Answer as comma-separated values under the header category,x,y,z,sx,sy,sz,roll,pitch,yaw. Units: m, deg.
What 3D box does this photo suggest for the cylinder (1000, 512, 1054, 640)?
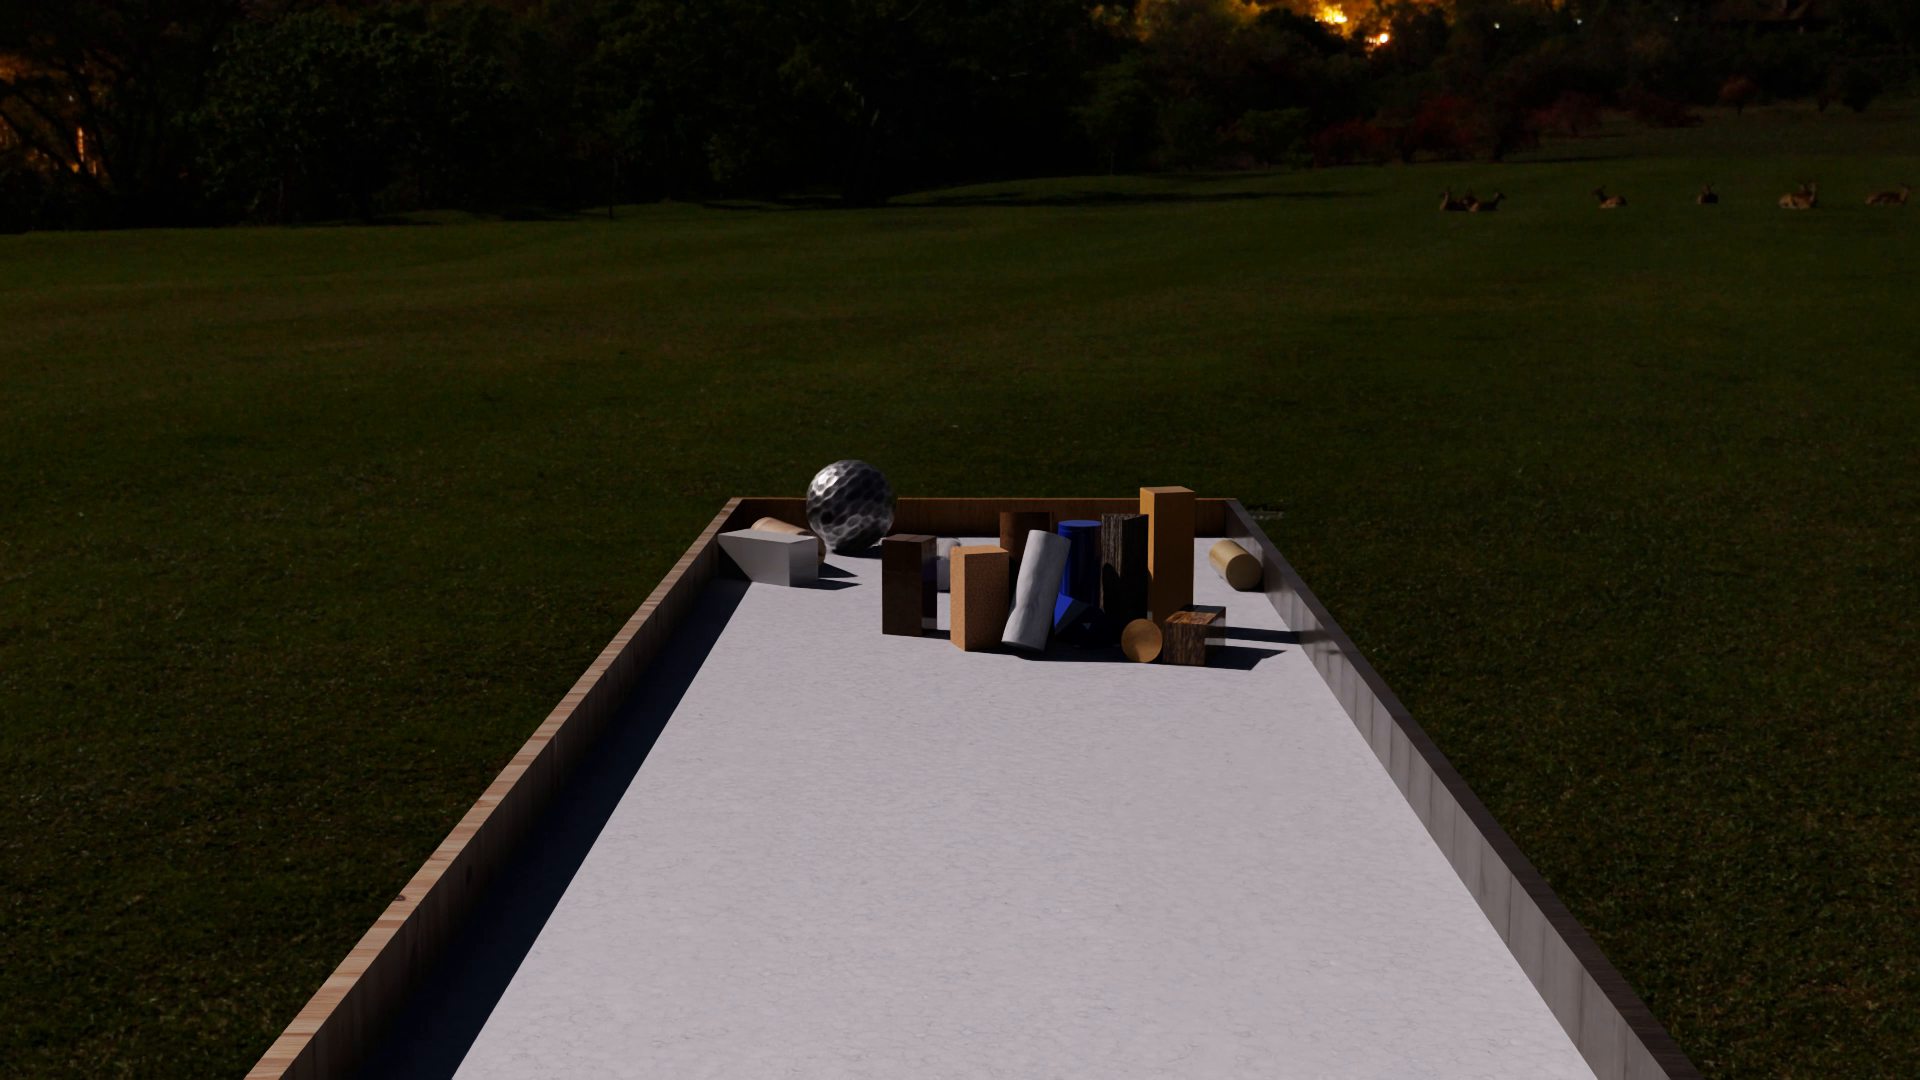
category,x,y,z,sx,sy,sz,roll,pitch,yaw
cylinder,0.212,0.112,6.959,0.172,0.400,0.172,0,1,0

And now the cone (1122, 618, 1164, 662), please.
category,x,y,z,sx,sy,sz,roll,pitch,yaw
cone,0.629,0.314,6.815,0.135,0.135,0.345,5,-1,27

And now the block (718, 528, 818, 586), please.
category,x,y,z,sx,sy,sz,roll,pitch,yaw
block,-0.707,0.064,8.091,0.345,0.161,0.161,7,11,36

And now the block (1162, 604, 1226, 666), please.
category,x,y,z,sx,sy,sz,roll,pitch,yaw
block,0.722,0.291,6.764,0.128,0.128,0.306,3,9,18

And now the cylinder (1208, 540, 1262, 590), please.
category,x,y,z,sx,sy,sz,roll,pitch,yaw
cylinder,1.003,0.090,8.023,0.133,0.133,0.326,-1,9,-4

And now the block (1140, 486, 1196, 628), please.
category,x,y,z,sx,sy,sz,roll,pitch,yaw
block,0.673,0.062,7.166,0.139,0.455,0.139,-2,9,-14

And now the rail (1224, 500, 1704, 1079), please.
category,x,y,z,sx,sy,sz,roll,pitch,yaw
rail,1.046,0.843,3.208,0.050,0.150,12.000,0,9,1

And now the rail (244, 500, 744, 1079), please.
category,x,y,z,sx,sy,sz,roll,pitch,yaw
rail,-1.004,0.839,3.234,0.050,0.150,12.000,0,9,1

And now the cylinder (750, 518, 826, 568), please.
category,x,y,z,sx,sy,sz,roll,pitch,yaw
cylinder,-0.661,0.019,8.371,0.163,0.163,0.396,-4,10,-26

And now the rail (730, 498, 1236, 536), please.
category,x,y,z,sx,sy,sz,roll,pitch,yaw
rail,0.099,-0.098,9.147,2.100,0.150,0.050,0,9,1

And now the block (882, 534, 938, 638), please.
category,x,y,z,sx,sy,sz,roll,pitch,yaw
block,-0.162,0.145,7.109,0.137,0.308,0.137,3,10,20

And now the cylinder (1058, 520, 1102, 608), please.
category,x,y,z,sx,sy,sz,roll,pitch,yaw
cylinder,0.396,0.112,7.220,0.150,0.338,0.150,0,9,0

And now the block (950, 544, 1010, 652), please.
category,x,y,z,sx,sy,sz,roll,pitch,yaw
block,0.061,0.180,6.894,0.146,0.305,0.146,-3,10,-18

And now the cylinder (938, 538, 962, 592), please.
category,x,y,z,sx,sy,sz,roll,pitch,yaw
cylinder,-0.056,0.089,8.037,0.128,0.128,0.391,1,9,4

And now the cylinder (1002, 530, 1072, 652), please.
category,x,y,z,sx,sy,sz,roll,pitch,yaw
cylinder,0.237,0.159,6.793,0.135,0.356,0.135,14,-9,2

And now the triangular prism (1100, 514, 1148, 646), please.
category,x,y,z,sx,sy,sz,roll,pitch,yaw
triangular prism,0.500,0.121,6.962,0.128,0.402,0.147,7,11,36

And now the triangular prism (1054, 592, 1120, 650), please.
category,x,y,z,sx,sy,sz,roll,pitch,yaw
triangular prism,0.376,0.252,6.995,0.145,0.125,0.305,-4,10,-23

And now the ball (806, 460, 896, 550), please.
category,x,y,z,sx,sy,sz,roll,pitch,yaw
ball,-0.432,-0.139,8.730,0.363,0.363,0.363,0,9,0
